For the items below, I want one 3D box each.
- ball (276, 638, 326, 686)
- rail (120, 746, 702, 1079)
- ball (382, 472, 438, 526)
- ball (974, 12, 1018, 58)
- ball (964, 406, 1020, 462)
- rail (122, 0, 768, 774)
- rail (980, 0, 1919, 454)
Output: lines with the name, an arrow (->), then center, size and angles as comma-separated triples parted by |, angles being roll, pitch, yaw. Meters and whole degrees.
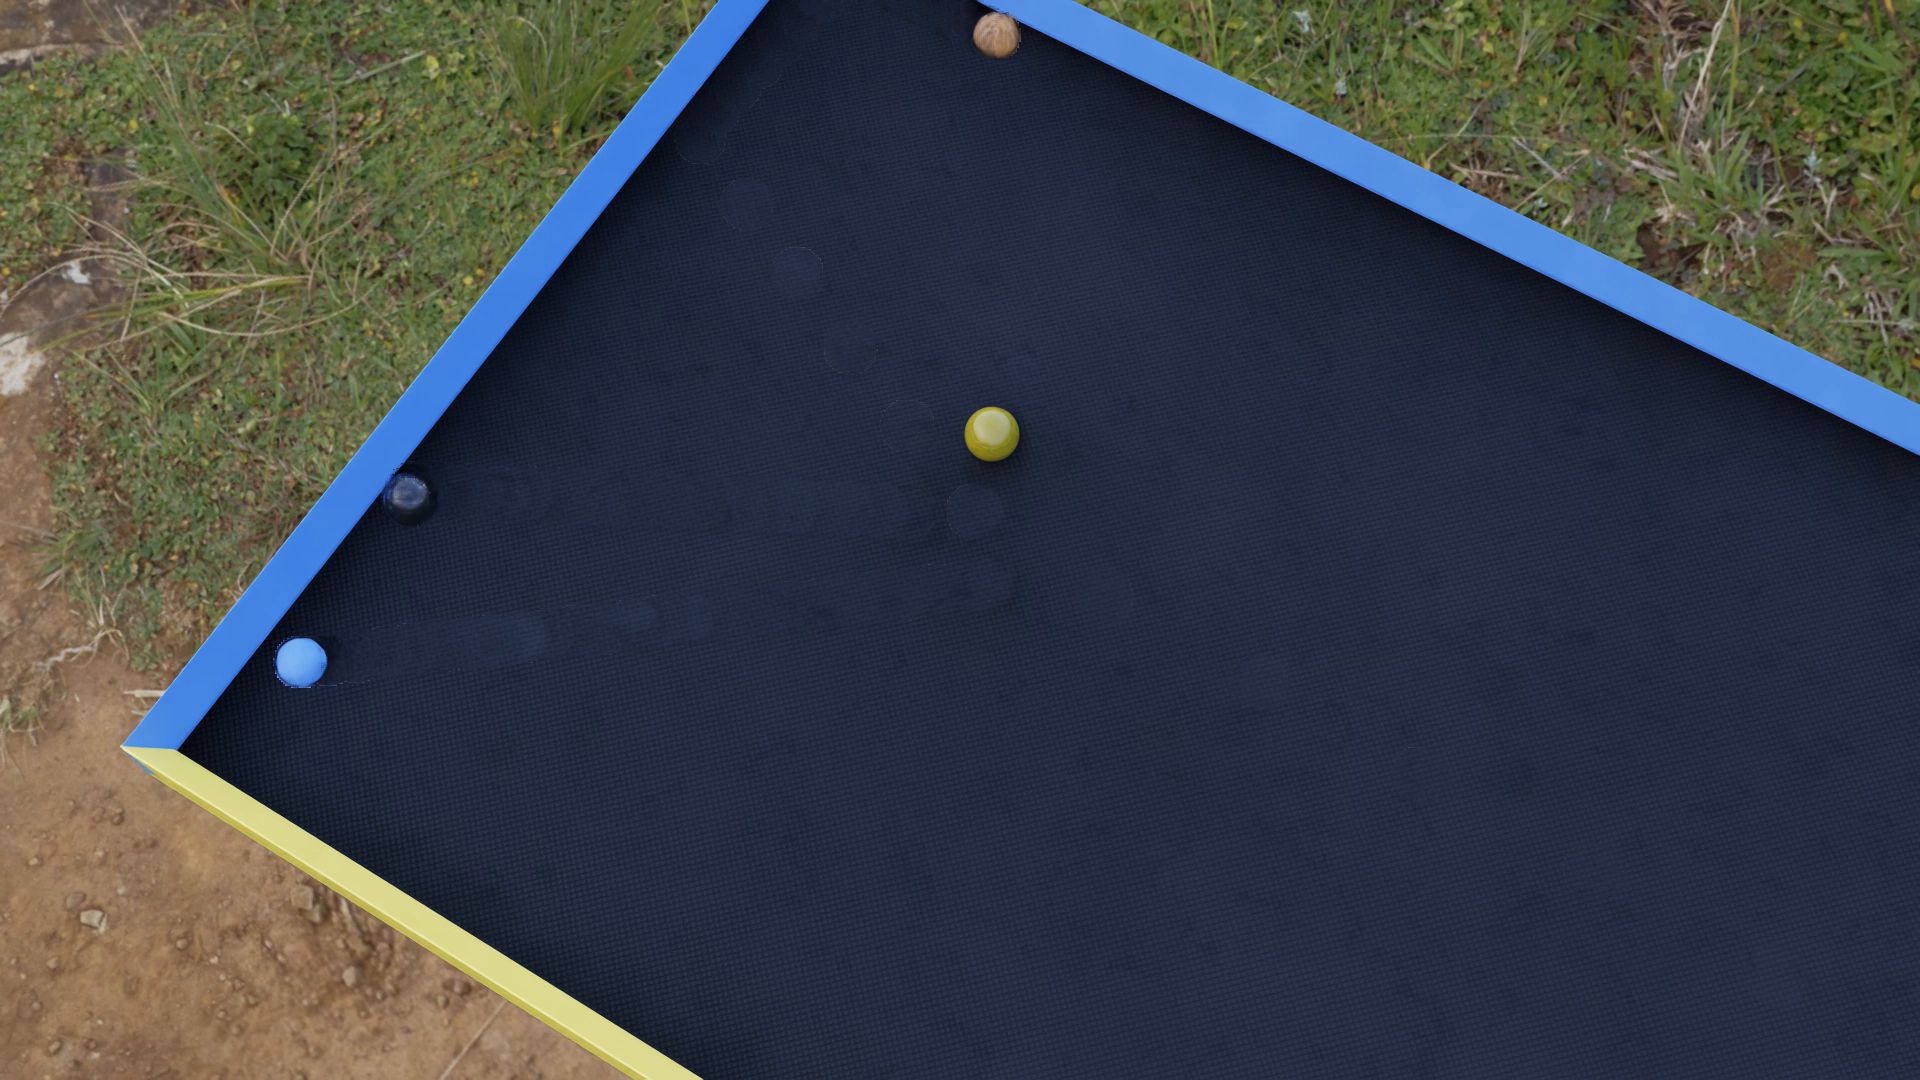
ball -> -1.039, 0.193, 3.468 | 0.077, 0.077, 0.077 | 0, 65, 0
rail -> 0.275, 1.154, 3.001 | 3.574, 0.119, 0.045 | 29, 68, 12
ball -> -0.894, -0.067, 3.581 | 0.089, 0.089, 0.089 | 0, 65, 0
ball -> 0.065, -0.912, 3.974 | 0.082, 0.082, 0.082 | 0, 65, 0
ball -> 0.053, -0.175, 3.629 | 0.092, 0.092, 0.092 | 0, 65, 0
rail -> -0.746, -0.414, 3.723 | 0.045, 0.119, 1.958 | 29, 68, 12
rail -> 1.258, -0.334, 3.686 | 3.574, 0.119, 0.045 | 29, 68, 12
